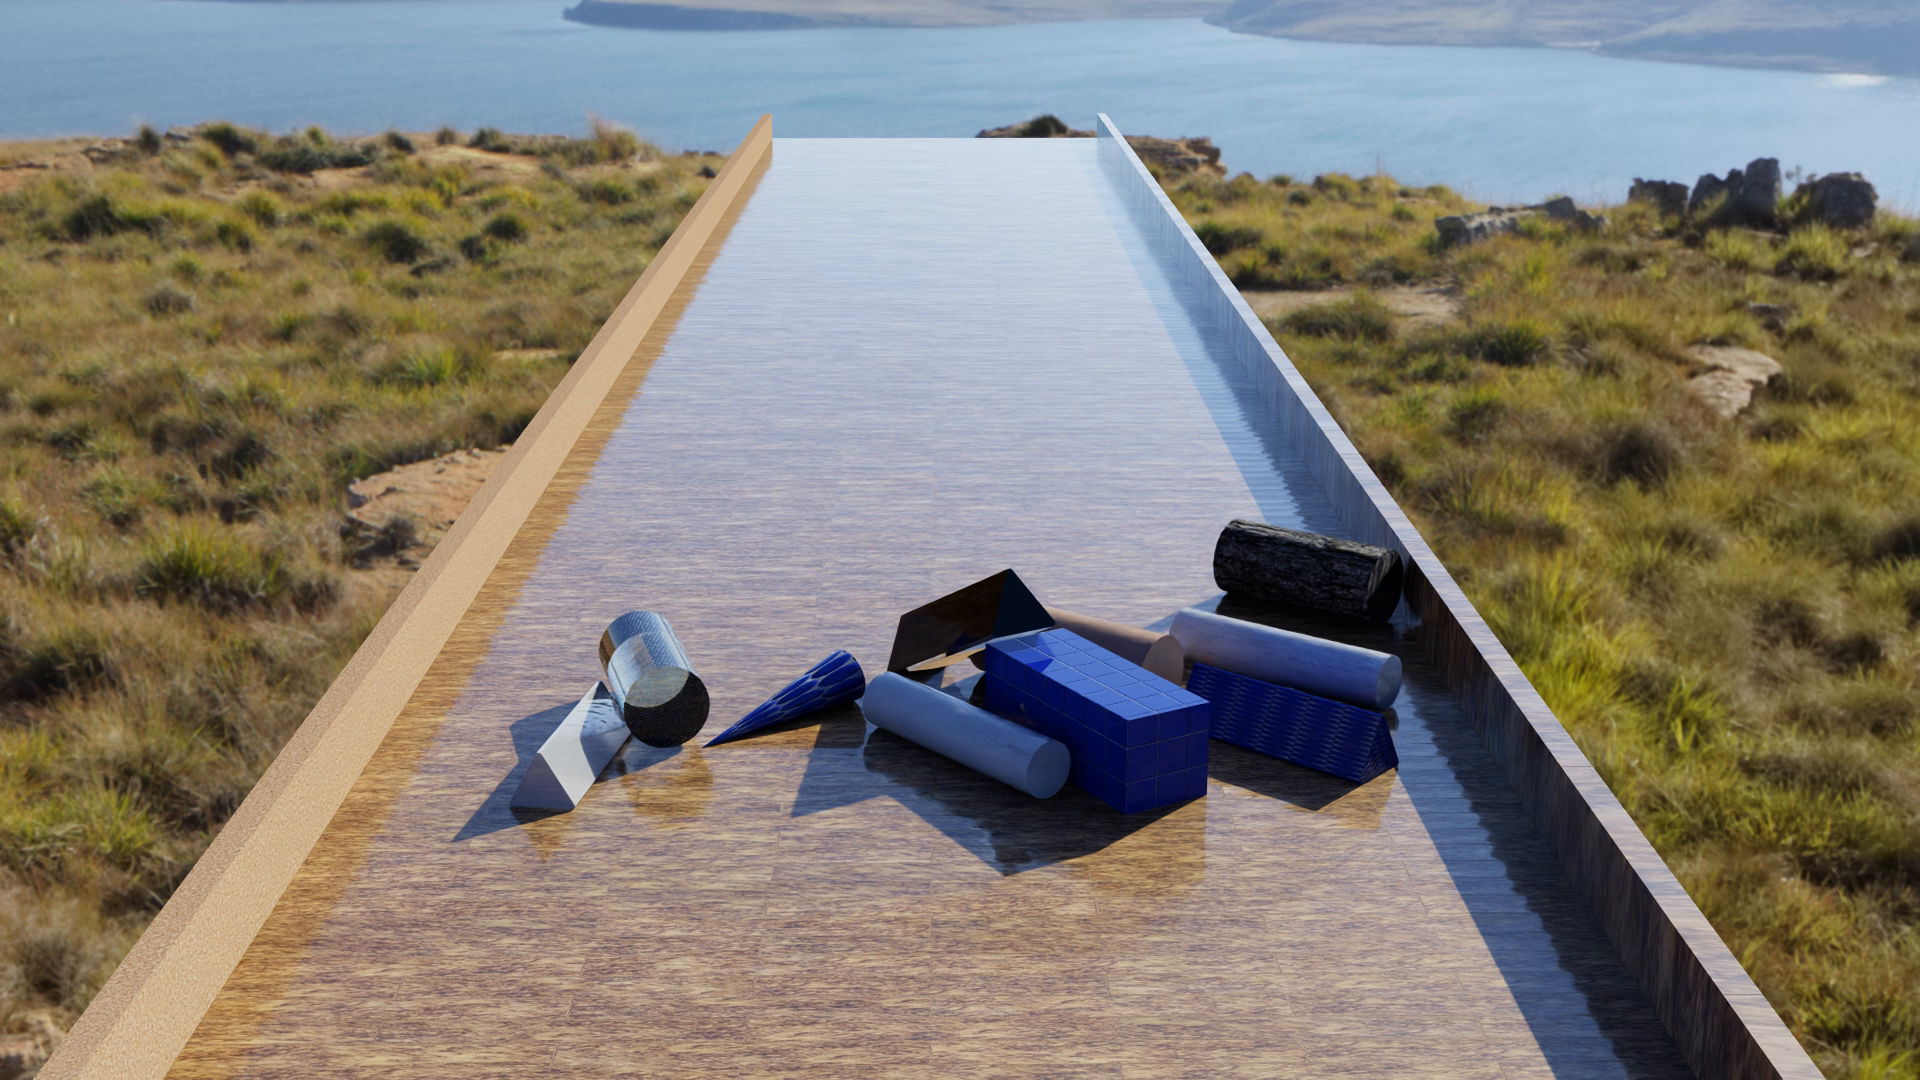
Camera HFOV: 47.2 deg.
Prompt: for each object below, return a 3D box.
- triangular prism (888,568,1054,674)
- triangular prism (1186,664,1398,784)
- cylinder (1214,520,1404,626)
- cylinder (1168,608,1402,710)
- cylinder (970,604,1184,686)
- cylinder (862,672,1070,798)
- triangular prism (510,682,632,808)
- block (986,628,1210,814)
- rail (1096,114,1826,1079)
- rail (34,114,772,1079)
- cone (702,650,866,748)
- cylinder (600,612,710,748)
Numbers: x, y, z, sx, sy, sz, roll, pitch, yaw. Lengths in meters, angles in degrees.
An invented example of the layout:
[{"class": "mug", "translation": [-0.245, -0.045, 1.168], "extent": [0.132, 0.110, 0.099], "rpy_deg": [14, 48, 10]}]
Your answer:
[{"class": "triangular prism", "translation": [0.002, 0.156, 4.165], "extent": [0.135, 0.117, 0.431], "rpy_deg": [-10, -8, -31]}, {"class": "triangular prism", "translation": [0.585, 0.318, 3.957], "extent": [0.401, 0.108, 0.125], "rpy_deg": [15, 22, 40]}, {"class": "cylinder", "translation": [0.745, 0.066, 4.721], "extent": [0.373, 0.161, 0.161], "rpy_deg": [13, 21, 37]}, {"class": "cylinder", "translation": [0.627, 0.229, 4.273], "extent": [0.459, 0.106, 0.106], "rpy_deg": [13, 21, 36]}, {"class": "cylinder", "translation": [0.219, 0.218, 4.223], "extent": [0.399, 0.154, 0.154], "rpy_deg": [13, 21, 36]}, {"class": "cylinder", "translation": [0.005, 0.341, 3.898], "extent": [0.103, 0.103, 0.449], "rpy_deg": [-14, 21, -38]}, {"class": "triangular prism", "translation": [-0.681, 0.352, 3.860], "extent": [0.113, 0.098, 0.353], "rpy_deg": [2, 17, 7]}, {"class": "block", "translation": [0.234, 0.312, 3.882], "extent": [0.169, 0.169, 0.450], "rpy_deg": [-10, 19, -29]}, {"class": "rail", "translation": [0.932, -0.844, 7.801], "extent": [0.050, 0.150, 12.000], "rpy_deg": [0, 17, -1]}, {"class": "rail", "translation": [-1.118, -0.838, 7.780], "extent": [0.050, 0.150, 12.000], "rpy_deg": [0, 17, -1]}, {"class": "cone", "translation": [-0.342, 0.316, 4.073], "extent": [0.359, 0.103, 0.103], "rpy_deg": [-25, 29, -39]}, {"class": "cylinder", "translation": [-0.572, 0.256, 4.095], "extent": [0.156, 0.156, 0.327], "rpy_deg": [-5, 17, -16]}]
